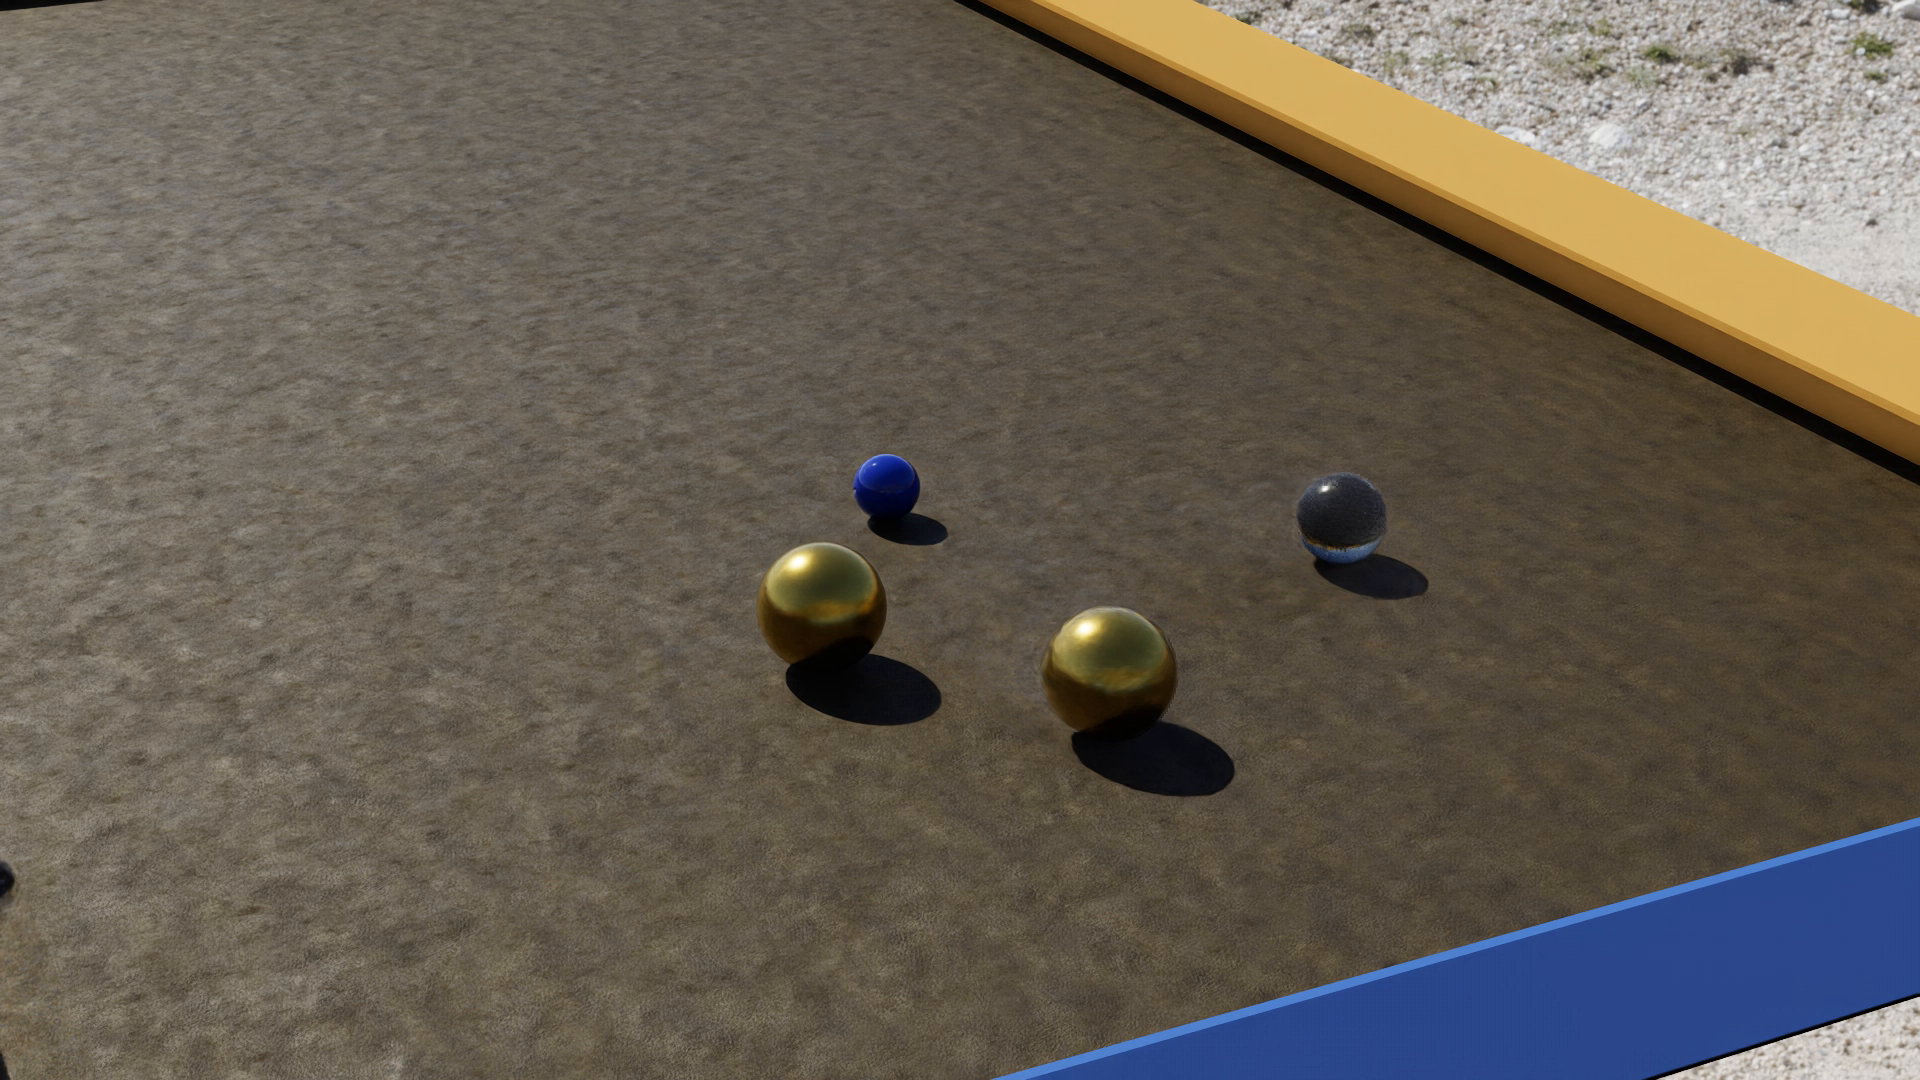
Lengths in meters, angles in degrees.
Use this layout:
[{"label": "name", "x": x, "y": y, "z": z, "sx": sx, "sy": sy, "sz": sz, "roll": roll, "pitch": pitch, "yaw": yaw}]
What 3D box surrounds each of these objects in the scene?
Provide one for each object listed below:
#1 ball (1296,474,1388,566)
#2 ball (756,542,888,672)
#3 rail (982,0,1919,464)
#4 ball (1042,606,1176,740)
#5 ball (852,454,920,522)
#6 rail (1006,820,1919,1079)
[{"label": "ball", "x": 0.286, "y": -0.016, "z": 2.202, "sx": 0.069, "sy": 0.069, "sz": 0.069, "roll": 0, "pitch": 24, "yaw": 0}, {"label": "ball", "x": -0.096, "y": 0.046, "z": 2.037, "sx": 0.091, "sy": 0.091, "sz": 0.091, "roll": 0, "pitch": 24, "yaw": 0}, {"label": "rail", "x": 0.380, "y": -0.431, "z": 3.062, "sx": 0.045, "sy": 0.118, "sz": 2.932, "roll": -11, "pitch": 27, "yaw": -24}, {"label": "ball", "x": 0.099, "y": 0.088, "z": 1.947, "sx": 0.089, "sy": 0.089, "sz": 0.089, "roll": 0, "pitch": 24, "yaw": 0}, {"label": "ball", "x": -0.057, "y": -0.041, "z": 2.277, "sx": 0.053, "sy": 0.053, "sz": 0.053, "roll": 0, "pitch": 24, "yaw": 0}, {"label": "rail", "x": 0.310, "y": 0.241, "z": 1.569, "sx": 1.606, "sy": 0.118, "sz": 0.045, "roll": -11, "pitch": 27, "yaw": -24}]
